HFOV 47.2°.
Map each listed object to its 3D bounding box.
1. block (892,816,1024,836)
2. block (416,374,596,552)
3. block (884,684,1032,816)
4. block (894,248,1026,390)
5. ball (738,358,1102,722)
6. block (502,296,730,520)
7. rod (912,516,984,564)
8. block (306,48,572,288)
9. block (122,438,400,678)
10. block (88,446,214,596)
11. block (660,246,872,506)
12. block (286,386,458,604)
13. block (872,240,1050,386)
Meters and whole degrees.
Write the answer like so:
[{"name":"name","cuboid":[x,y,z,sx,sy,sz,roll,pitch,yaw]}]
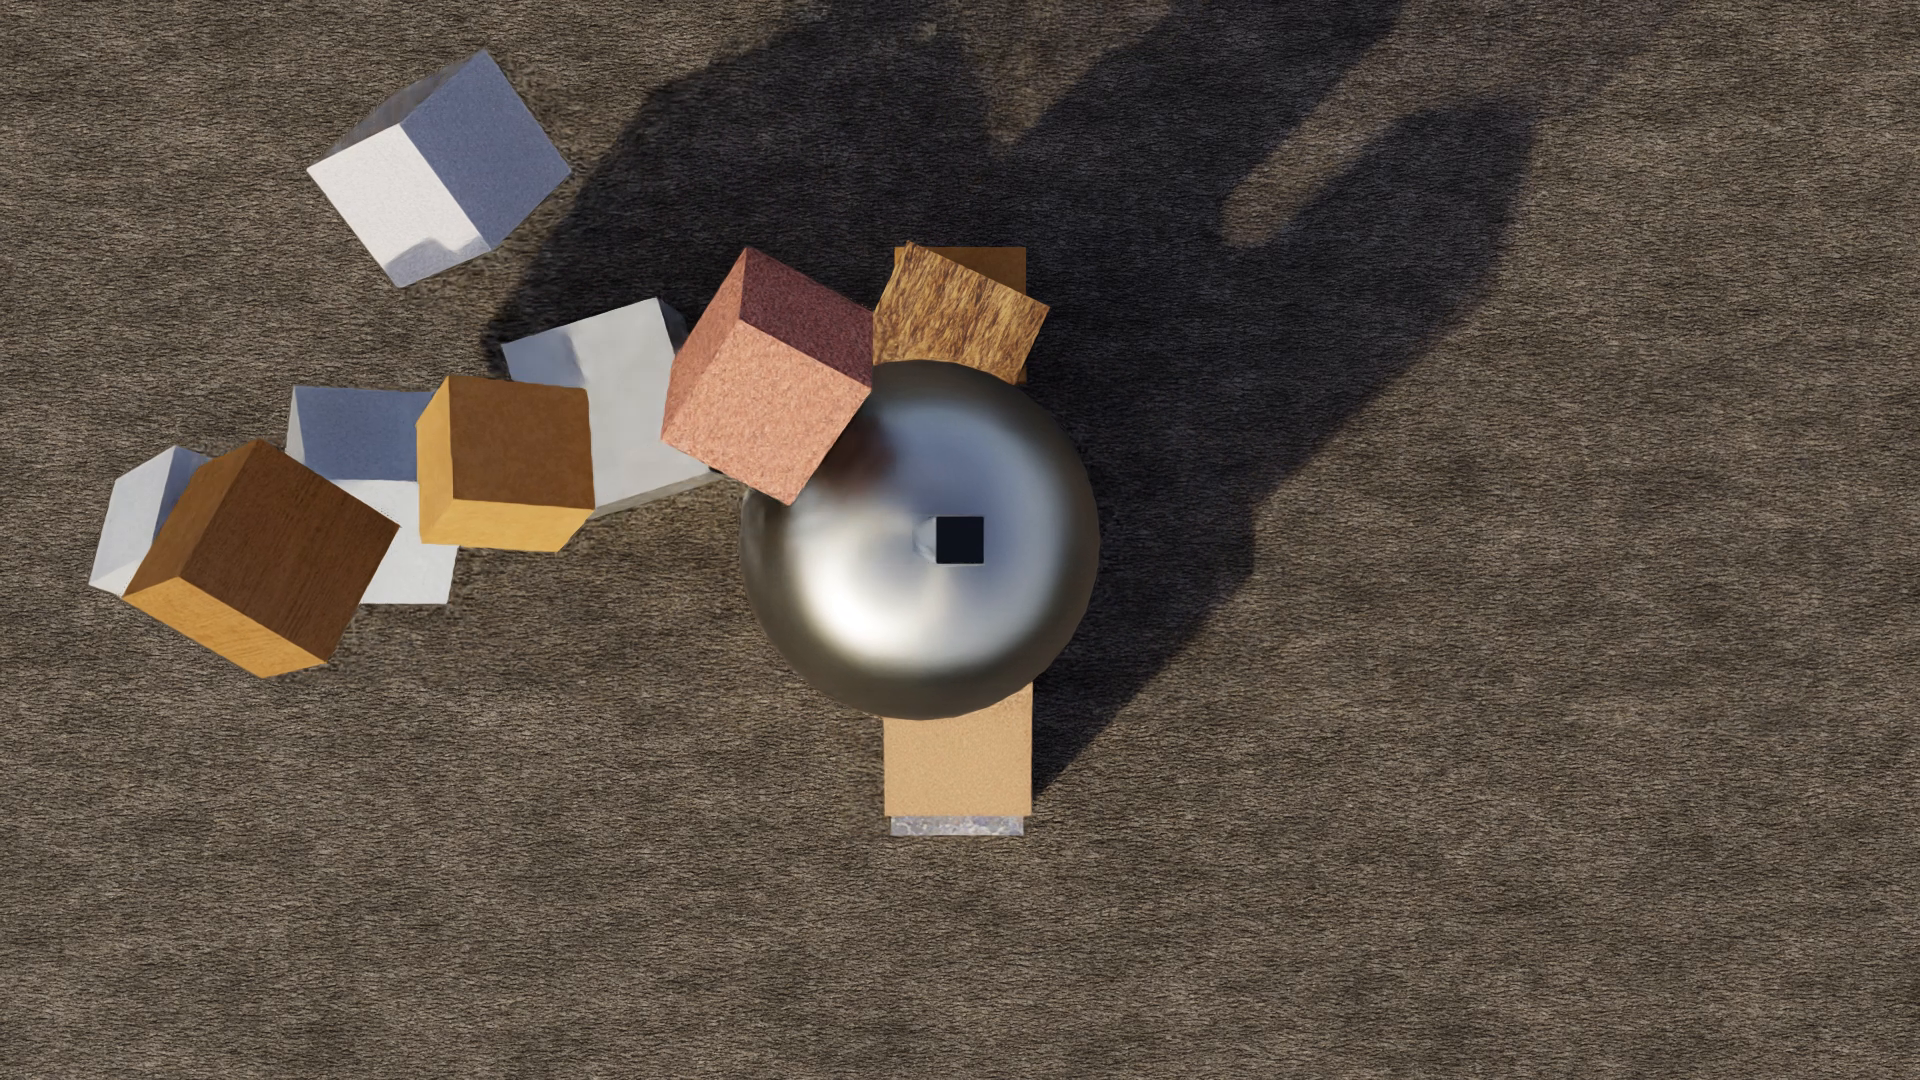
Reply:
[{"name":"block","cuboid":[-0.015,1.198,12.573,0.730,0.854,0.866,0,90,0]},{"name":"block","cuboid":[-1.945,-0.316,9.382,0.605,0.502,0.559,4,67,-28]},{"name":"block","cuboid":[-0.014,0.931,11.622,0.752,0.873,0.826,0,100,0]},{"name":"block","cuboid":[0.002,-1.254,12.621,0.731,0.758,0.754,0,90,0]},{"name":"ball","cuboid":[-0.177,0.000,9.716,1.600,1.600,1.600,0,90,0]},{"name":"block","cuboid":[-1.925,-0.722,12.500,0.891,0.984,1.001,-17,90,1]},{"name":"rod","cuboid":[-0.077,0.000,6.318,0.080,5.200,0.080,0,90,-2]},{"name":"block","cuboid":[-2.642,-1.884,11.192,0.774,0.754,0.752,-13,122,39]},{"name":"block","cuboid":[-3.180,0.100,9.996,0.741,0.820,0.719,36,63,-27]},{"name":"block","cuboid":[-3.711,-0.009,10.675,0.654,0.674,0.558,24,61,-38]},{"name":"block","cuboid":[-0.771,-0.664,8.860,0.591,0.625,0.636,27,119,-19]},{"name":"block","cuboid":[-3.221,-0.241,12.031,0.832,0.810,0.853,1,129,-24]},{"name":"block","cuboid":[-0.052,-1.068,11.880,0.826,0.715,0.717,25,90,0]}]
